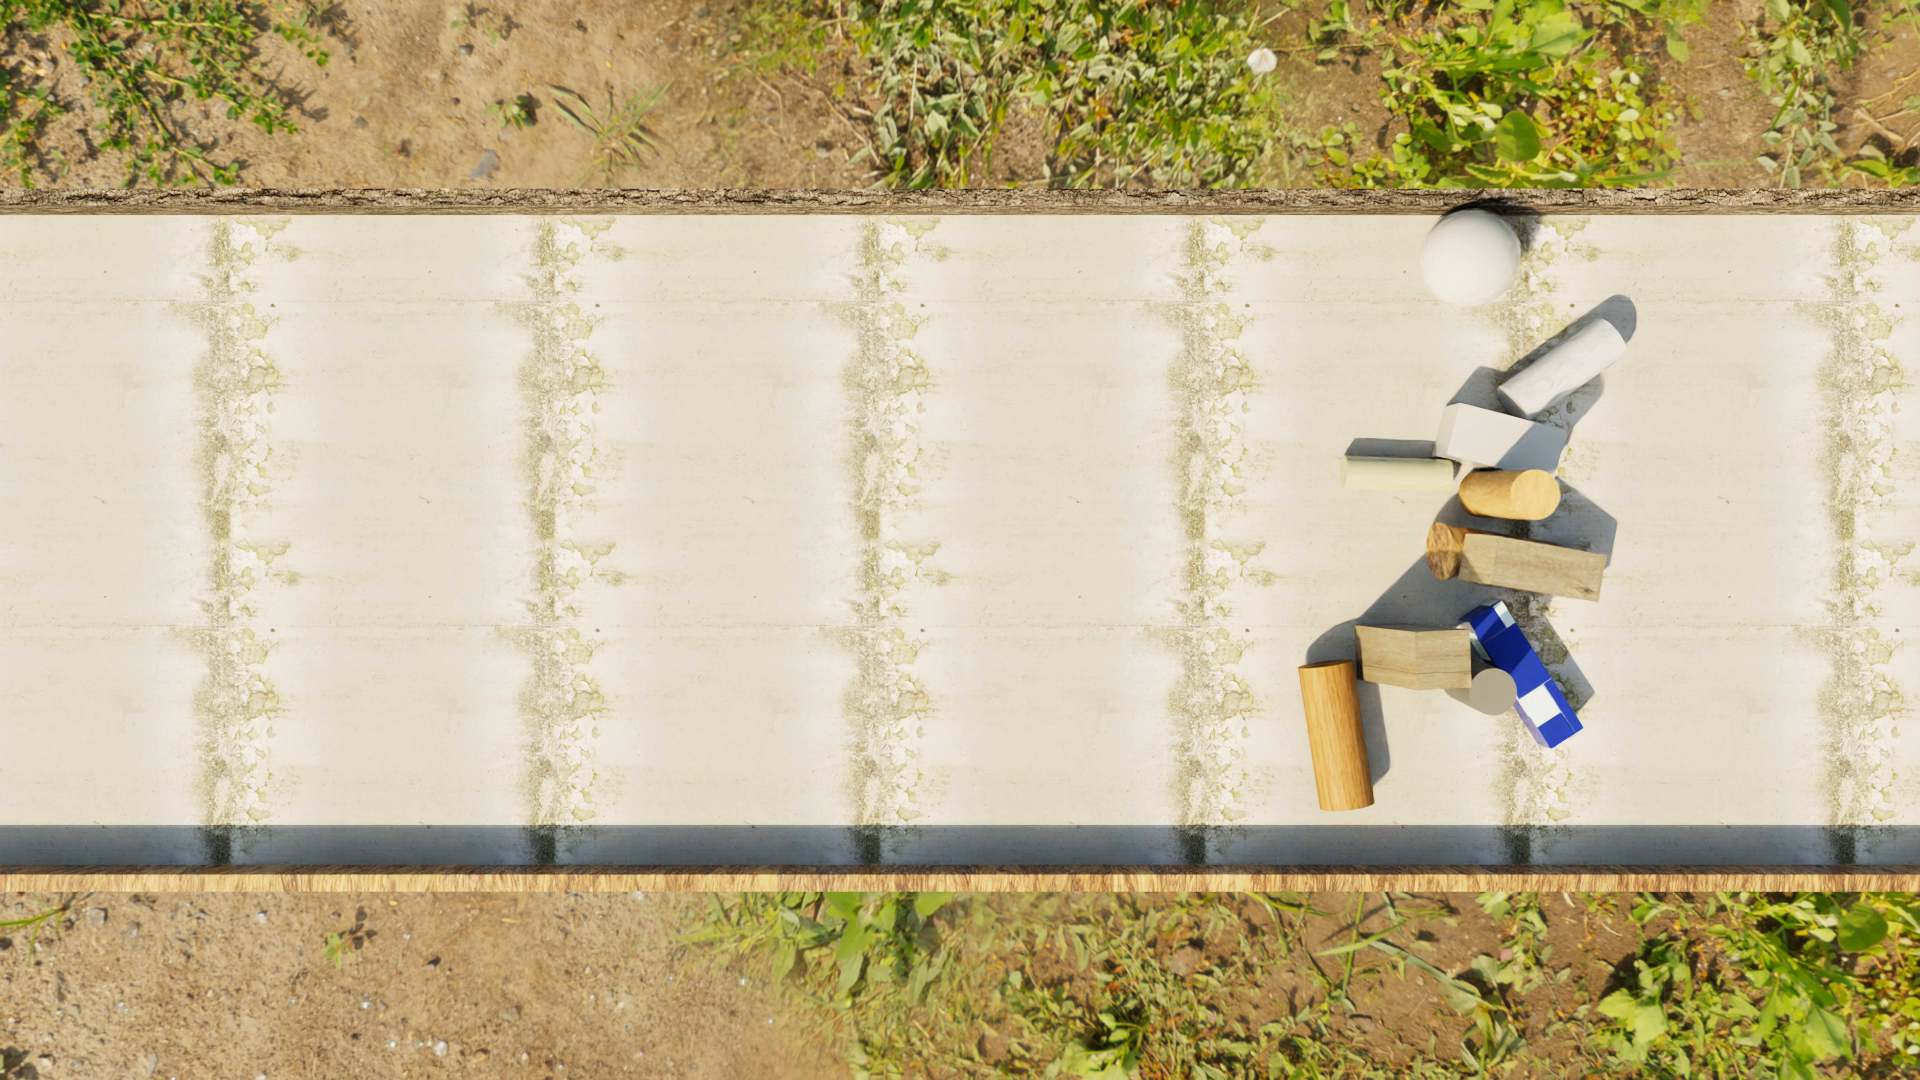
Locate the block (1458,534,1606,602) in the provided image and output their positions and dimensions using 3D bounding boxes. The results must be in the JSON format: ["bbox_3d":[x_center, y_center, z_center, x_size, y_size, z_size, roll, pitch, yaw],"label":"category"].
[{"bbox_3d":[1.711,0.083,4.931,0.414,0.142,0.142,9,90,-23],"label":"block"}]

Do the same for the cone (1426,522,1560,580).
[{"bbox_3d":[1.655,0.023,5.033,0.413,0.176,0.176,-3,90,-12],"label":"cone"}]

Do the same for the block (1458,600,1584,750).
[{"bbox_3d":[1.703,0.406,5.018,0.118,0.118,0.456,-33,90,0],"label":"block"}]

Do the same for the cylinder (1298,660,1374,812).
[{"bbox_3d":[1.140,0.589,4.995,0.164,0.164,0.433,-9,90,0],"label":"cylinder"}]

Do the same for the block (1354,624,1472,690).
[{"bbox_3d":[1.327,0.339,4.855,0.164,0.423,0.164,-2,90,-9],"label":"block"}]

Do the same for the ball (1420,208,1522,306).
[{"bbox_3d":[1.527,-0.843,4.932,0.290,0.290,0.290,0,90,0],"label":"ball"}]

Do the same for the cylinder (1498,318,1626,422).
[{"bbox_3d":[1.826,-0.512,5.006,0.362,0.142,0.142,-35,90,0],"label":"cylinder"}]

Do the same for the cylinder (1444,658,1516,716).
[{"bbox_3d":[1.542,0.432,4.915,0.137,0.316,0.137,0,92,2],"label":"cylinder"}]

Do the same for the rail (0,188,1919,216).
[{"bbox_3d":[-2.247,-1.025,5.002,12.000,0.150,0.050,0,90,0],"label":"rail"}]

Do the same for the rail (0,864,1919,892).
[{"bbox_3d":[-2.247,1.025,5.001,12.000,0.150,0.050,0,90,0],"label":"rail"}]

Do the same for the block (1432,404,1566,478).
[{"bbox_3d":[1.630,-0.291,4.997,0.329,0.159,0.159,14,90,0],"label":"block"}]

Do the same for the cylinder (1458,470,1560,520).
[{"bbox_3d":[1.613,-0.135,4.863,0.143,0.419,0.143,0,92,-3],"label":"cylinder"}]

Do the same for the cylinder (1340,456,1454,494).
[{"bbox_3d":[1.328,-0.200,5.025,0.319,0.104,0.104,2,90,0],"label":"cylinder"}]
